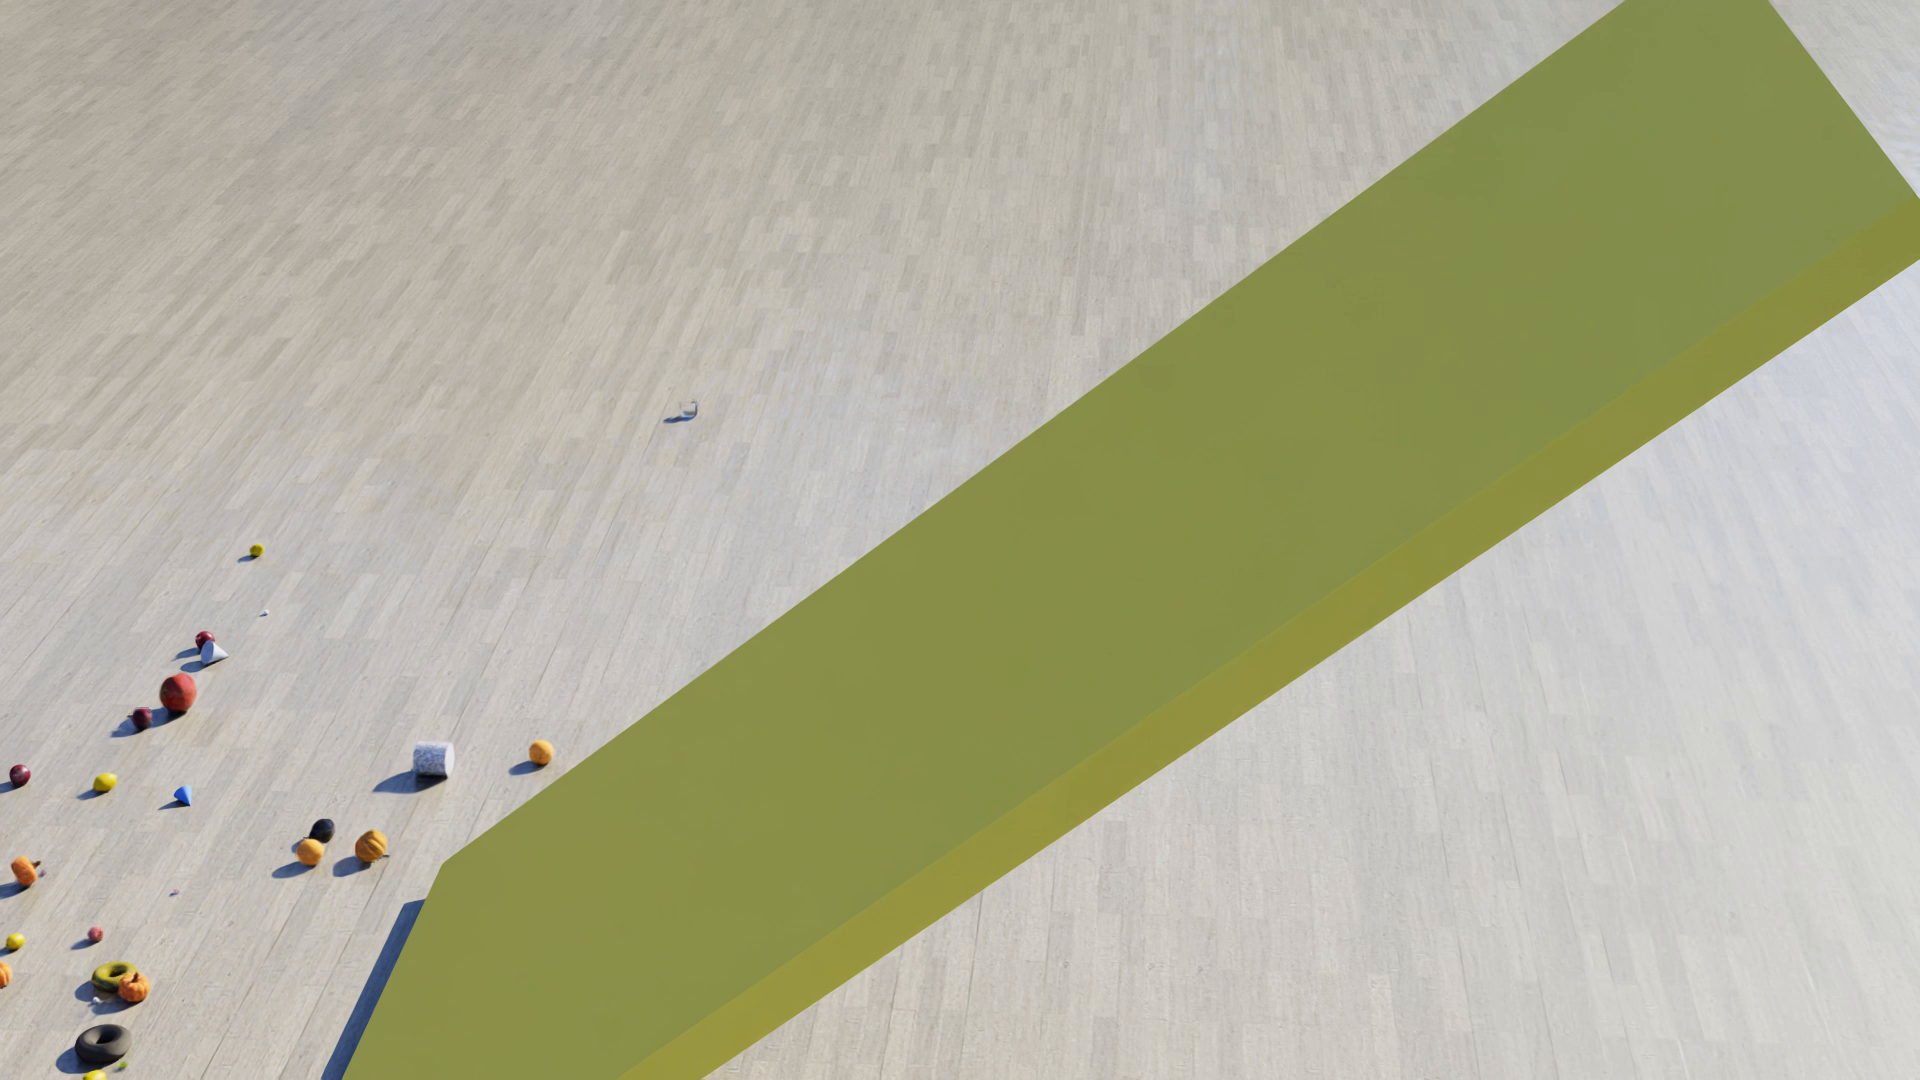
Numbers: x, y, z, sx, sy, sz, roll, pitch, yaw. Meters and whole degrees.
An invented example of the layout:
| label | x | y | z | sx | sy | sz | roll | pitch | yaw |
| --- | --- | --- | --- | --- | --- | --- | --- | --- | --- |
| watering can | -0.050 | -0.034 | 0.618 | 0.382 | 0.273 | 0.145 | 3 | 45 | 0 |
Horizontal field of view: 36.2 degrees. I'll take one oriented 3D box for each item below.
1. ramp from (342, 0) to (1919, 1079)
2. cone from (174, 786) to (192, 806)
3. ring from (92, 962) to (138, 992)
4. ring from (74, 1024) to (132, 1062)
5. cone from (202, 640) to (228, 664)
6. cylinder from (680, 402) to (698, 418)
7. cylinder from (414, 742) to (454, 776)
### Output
| label | x | y | z | sx | sy | sz | roll | pitch | yaw |
| --- | --- | --- | --- | --- | --- | --- | --- | --- | --- |
| ramp | 0.121 | 0.185 | 6.340 | 4.000 | 0.100 | 2.000 | -36 | 16 | 18 |
| cone | -2.185 | 0.732 | 8.311 | 0.054 | 0.054 | 0.054 | -16 | 55 | -33 |
| ring | -2.138 | 1.106 | 7.442 | 0.117 | 0.039 | 0.117 | 1 | 23 | 0 |
| ring | -2.085 | 1.225 | 7.162 | 0.135 | 0.045 | 0.135 | -1 | 23 | 0 |
| cone | -2.308 | 0.356 | 9.157 | 0.078 | 0.078 | 0.078 | 15 | 9 | -42 |
| cylinder | -1.021 | -0.490 | 11.061 | 0.054 | 0.054 | 0.054 | -6 | 24 | -16 |
| cylinder | -1.513 | 0.631 | 8.457 | 0.094 | 0.094 | 0.094 | 3 | 24 | 6 |
